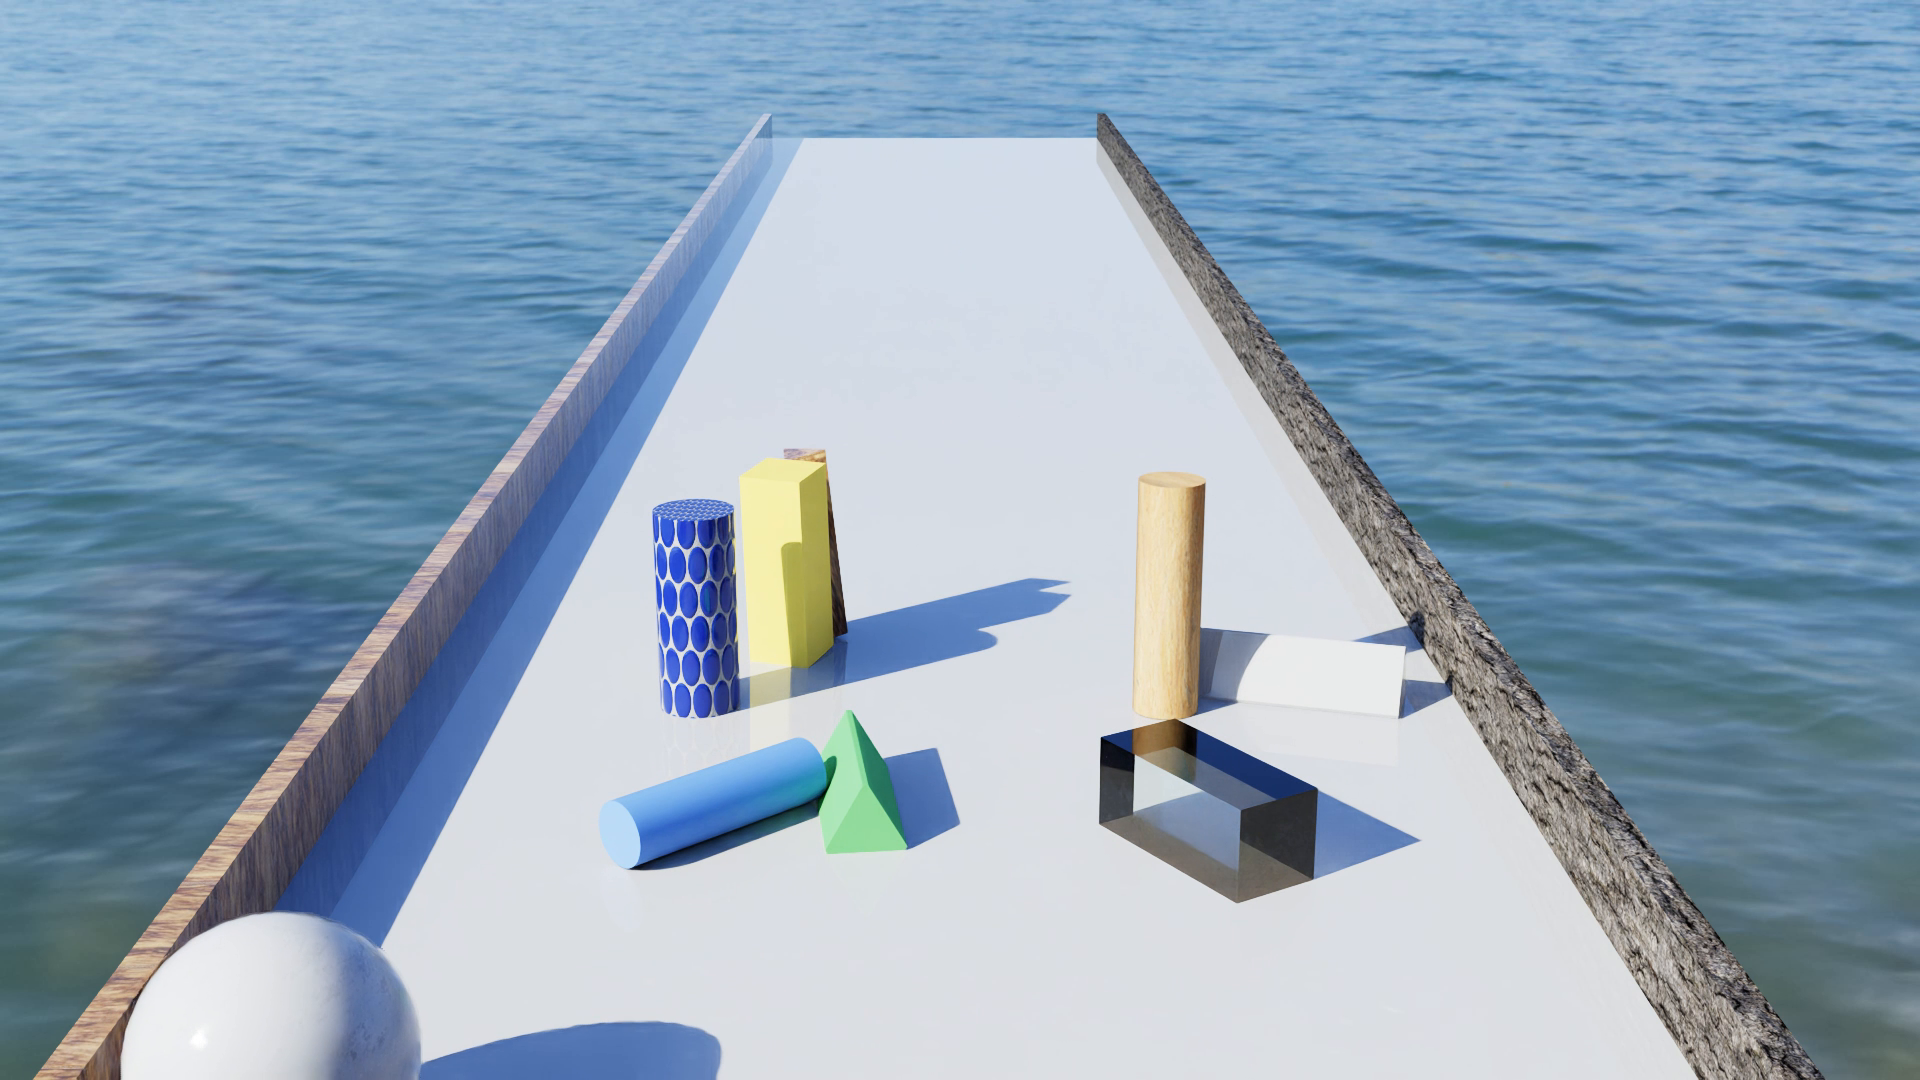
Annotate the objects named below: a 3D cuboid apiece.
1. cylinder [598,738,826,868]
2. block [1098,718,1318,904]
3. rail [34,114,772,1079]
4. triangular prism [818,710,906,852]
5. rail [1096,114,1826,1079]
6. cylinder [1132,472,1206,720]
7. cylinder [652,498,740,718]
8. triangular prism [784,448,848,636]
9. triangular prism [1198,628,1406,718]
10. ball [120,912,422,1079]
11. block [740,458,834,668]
[{"bbox_3d":[-0.400,0.426,3.597,0.385,0.111,0.111,-16,23,-42],"label":"cylinder"},{"bbox_3d":[0.391,0.427,3.519,0.155,0.155,0.355,-10,20,-31],"label":"block"},{"bbox_3d":[-1.118,-0.838,7.780,0.050,0.150,12.000,0,17,-1],"label":"rail"},{"bbox_3d":[-0.172,0.397,3.683,0.130,0.113,0.341,-2,17,-7],"label":"triangular prism"},{"bbox_3d":[0.932,-0.844,7.801,0.050,0.150,12.000,0,17,-1],"label":"rail"},{"bbox_3d":[0.388,0.103,4.095,0.123,0.445,0.123,0,16,0],"label":"cylinder"},{"bbox_3d":[-0.493,0.128,4.124,0.152,0.384,0.152,0,17,0],"label":"cylinder"},{"bbox_3d":[-0.313,0.009,4.496,0.094,0.395,0.082,-18,22,-33],"label":"triangular prism"},{"bbox_3d":[0.619,0.238,4.207,0.454,0.117,0.136,5,17,16],"label":"triangular prism"},{"bbox_3d":[-0.807,0.609,2.587,0.338,0.338,0.338,0,17,0],"label":"ball"},{"bbox_3d":[-0.343,0.045,4.379,0.127,0.389,0.127,6,21,20],"label":"block"}]
